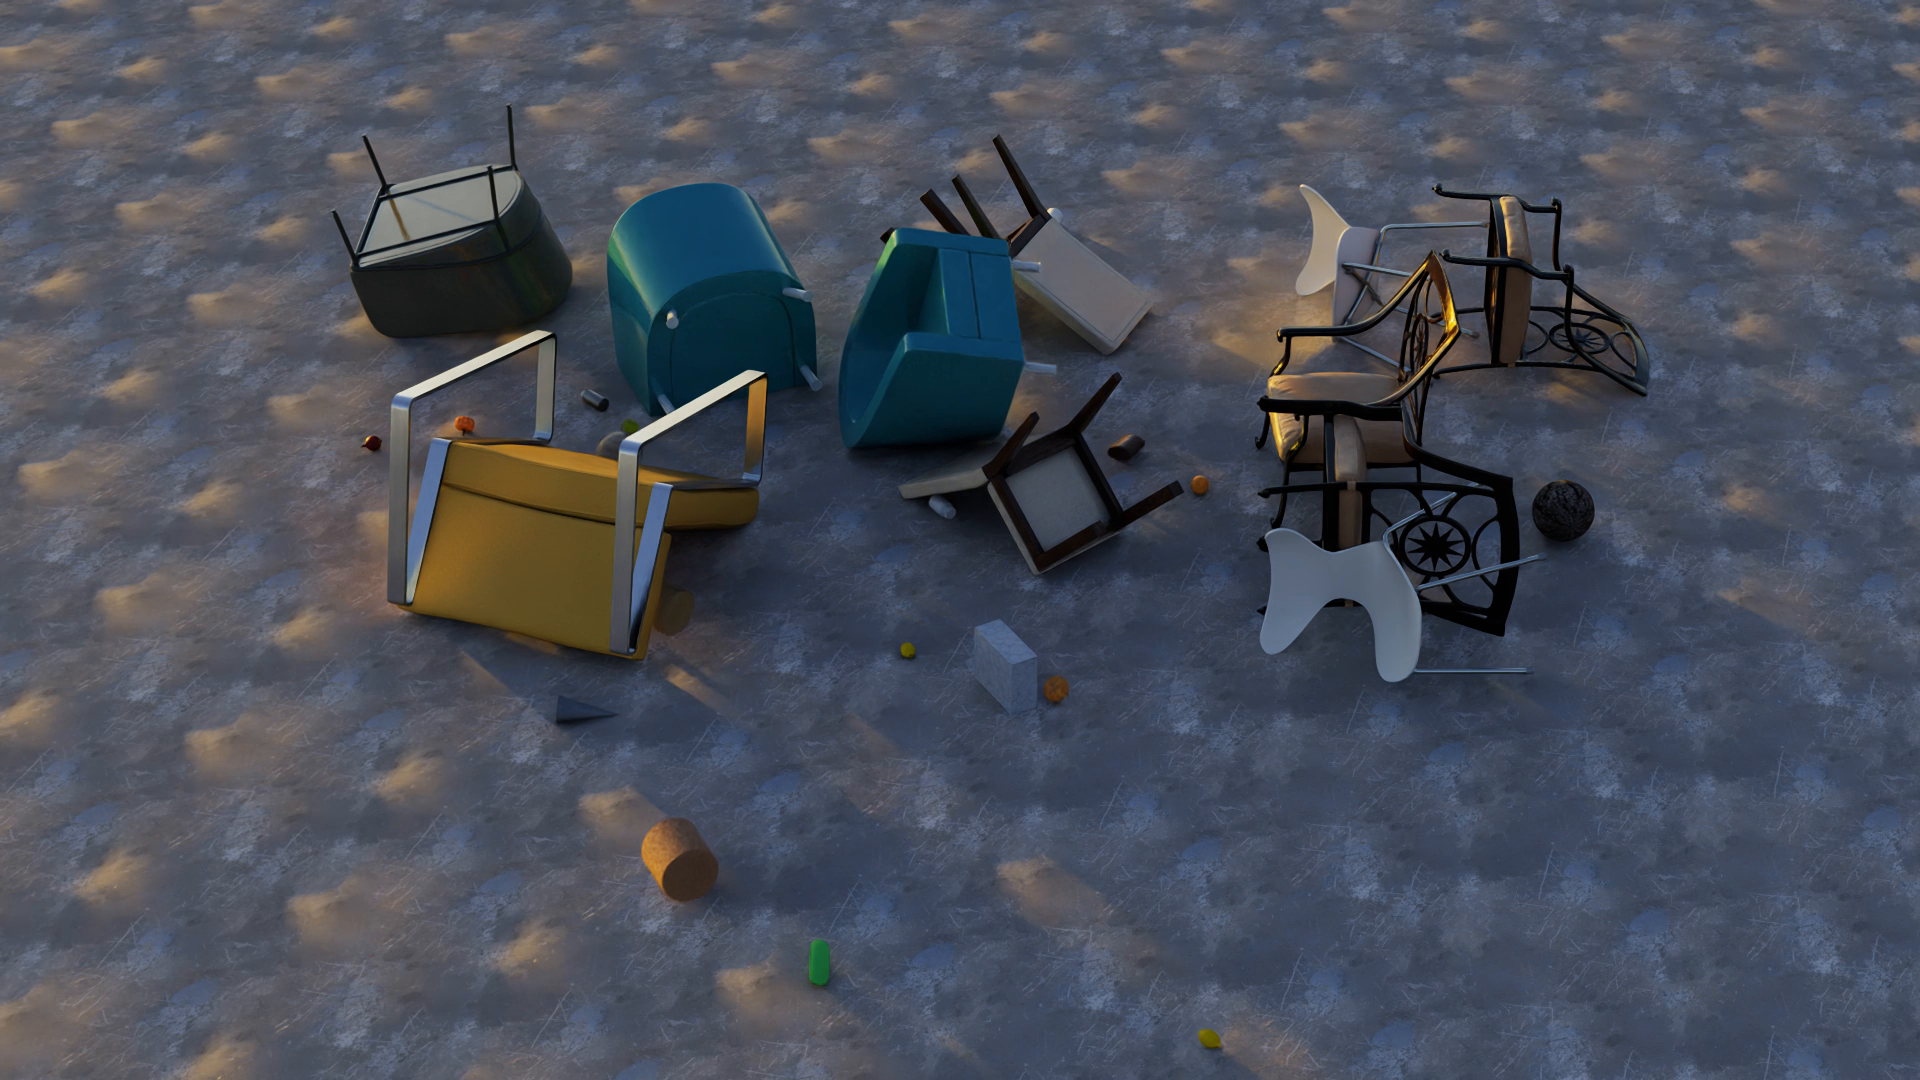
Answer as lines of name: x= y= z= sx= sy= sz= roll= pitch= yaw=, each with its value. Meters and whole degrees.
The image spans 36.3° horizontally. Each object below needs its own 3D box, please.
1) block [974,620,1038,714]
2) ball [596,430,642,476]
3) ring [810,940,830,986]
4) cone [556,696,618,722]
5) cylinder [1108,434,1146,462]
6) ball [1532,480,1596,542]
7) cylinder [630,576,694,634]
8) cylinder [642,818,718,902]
block: x=0.157 y=0.436 z=10.091 sx=0.102 sy=0.211 sz=0.255 roll=-17 pitch=37 yaw=-24
ball: x=-1.310 y=-0.332 z=11.287 sx=0.177 sy=0.177 sz=0.177 roll=0 pitch=33 yaw=0
ring: x=-0.428 y=1.287 z=8.935 sx=0.057 sy=0.062 sz=0.180 roll=7 pitch=39 yaw=-9
cone: x=-1.268 y=0.587 z=10.019 sx=0.215 sy=0.078 sz=0.115 roll=6 pitch=32 yaw=-9
cylinder: x=0.650 y=-0.360 z=11.430 sx=0.100 sy=0.064 sz=0.112 roll=9 pitch=32 yaw=36
ball: x=2.244 y=-0.109 z=10.901 sx=0.230 sy=0.230 sz=0.230 roll=0 pitch=33 yaw=0
cylinder: x=-1.062 y=0.230 z=10.446 sx=0.156 sy=0.162 sz=0.172 roll=22 pitch=64 yaw=30
cylinder: x=-0.881 y=1.006 z=9.237 sx=0.189 sy=0.199 sz=0.177 roll=-24 pitch=42 yaw=-10
